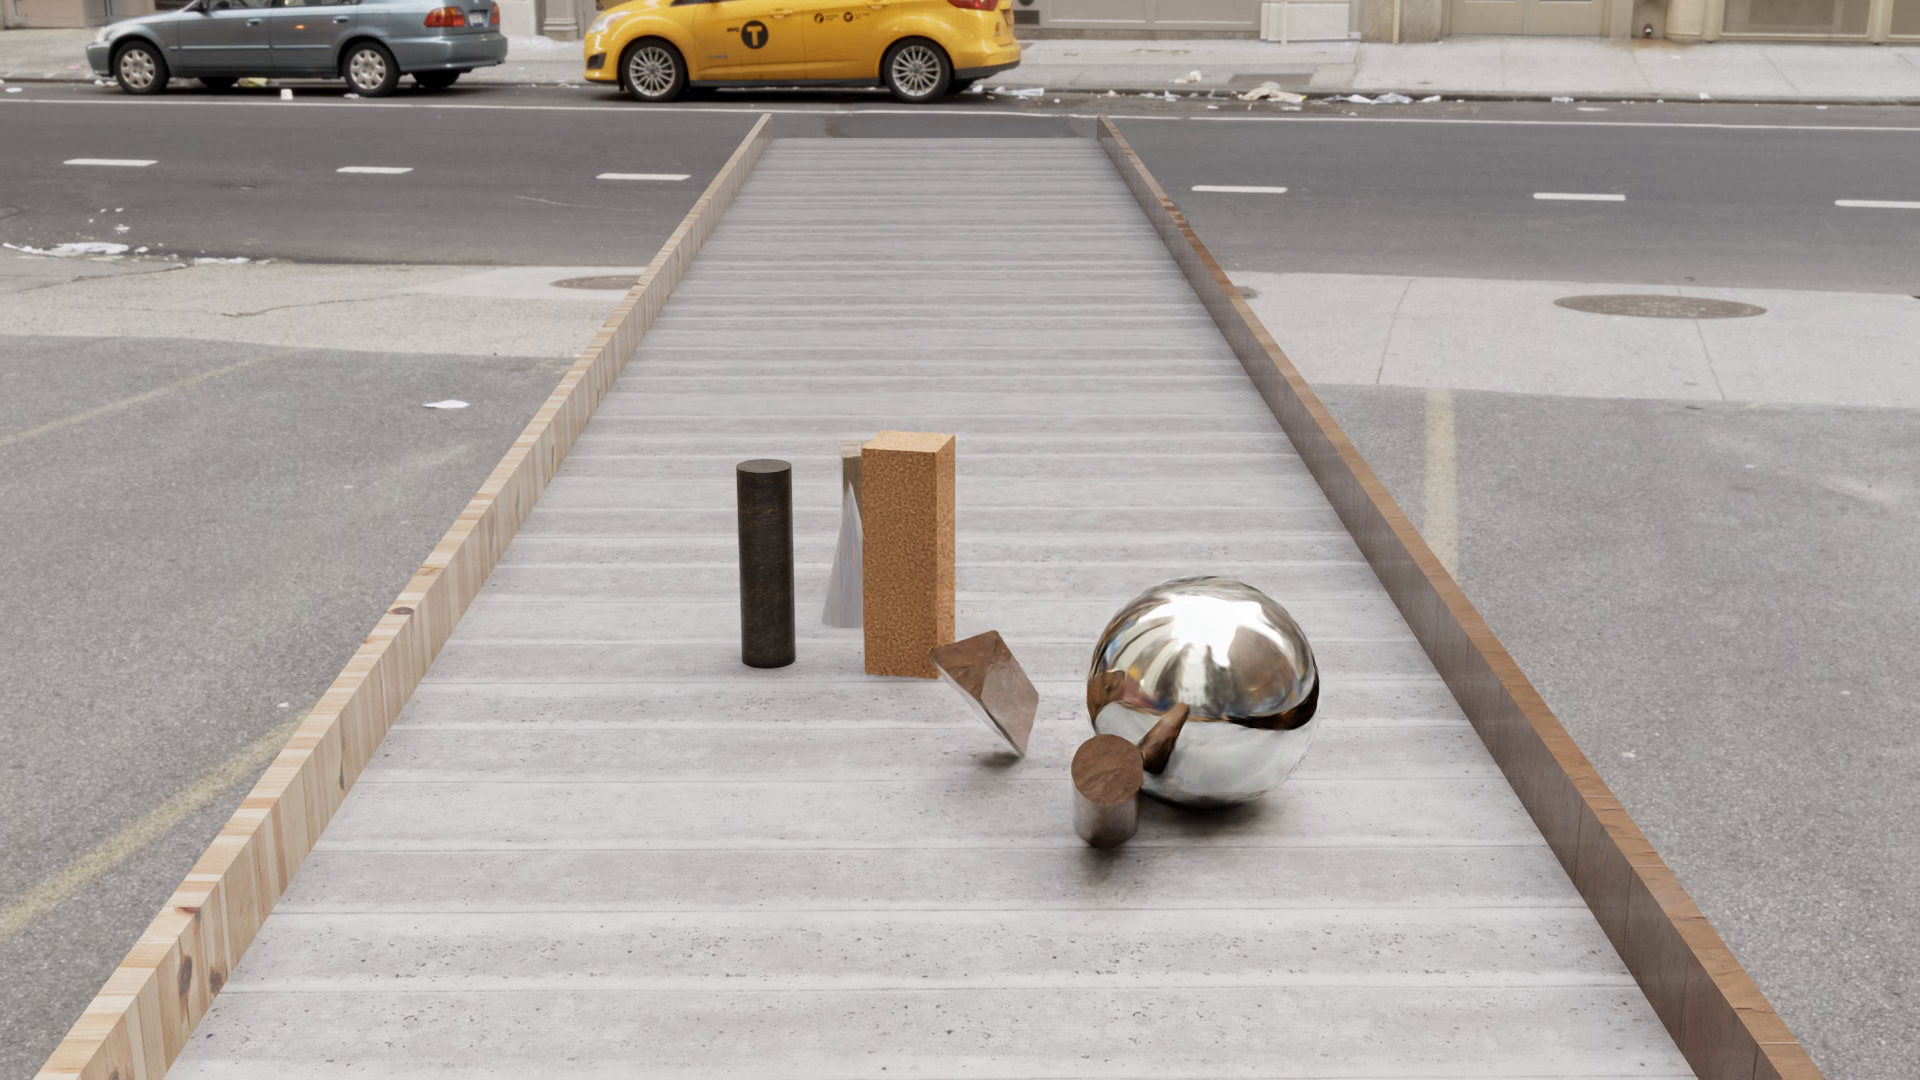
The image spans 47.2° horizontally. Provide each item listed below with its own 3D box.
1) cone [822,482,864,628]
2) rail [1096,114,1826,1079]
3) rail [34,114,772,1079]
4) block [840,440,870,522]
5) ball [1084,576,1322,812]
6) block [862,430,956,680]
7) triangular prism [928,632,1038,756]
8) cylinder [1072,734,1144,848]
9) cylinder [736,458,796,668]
[{"bbox_3d":[-0.228,0.020,4.625,0.132,0.305,0.132,0,17,0],"label":"cone"},{"bbox_3d":[0.932,-0.844,7.801,0.050,0.150,12.000,0,17,-1],"label":"rail"},{"bbox_3d":[-1.118,-0.838,7.780,0.050,0.150,12.000,0,17,-1],"label":"rail"},{"bbox_3d":[-0.183,-0.044,4.808,0.147,0.323,0.147,-2,17,-5],"label":"block"},{"bbox_3d":[0.405,0.256,3.677,0.393,0.393,0.393,0,17,0],"label":"ball"},{"bbox_3d":[-0.099,0.028,4.328,0.148,0.459,0.148,4,17,13],"label":"block"},{"bbox_3d":[0.065,0.248,3.751,0.117,0.101,0.428,42,-5,20],"label":"triangular prism"},{"bbox_3d":[0.224,0.391,3.380,0.105,0.105,0.392,1,-17,3],"label":"cylinder"},{"bbox_3d":[-0.384,0.047,4.363,0.109,0.402,0.109,0,17,0],"label":"cylinder"}]
